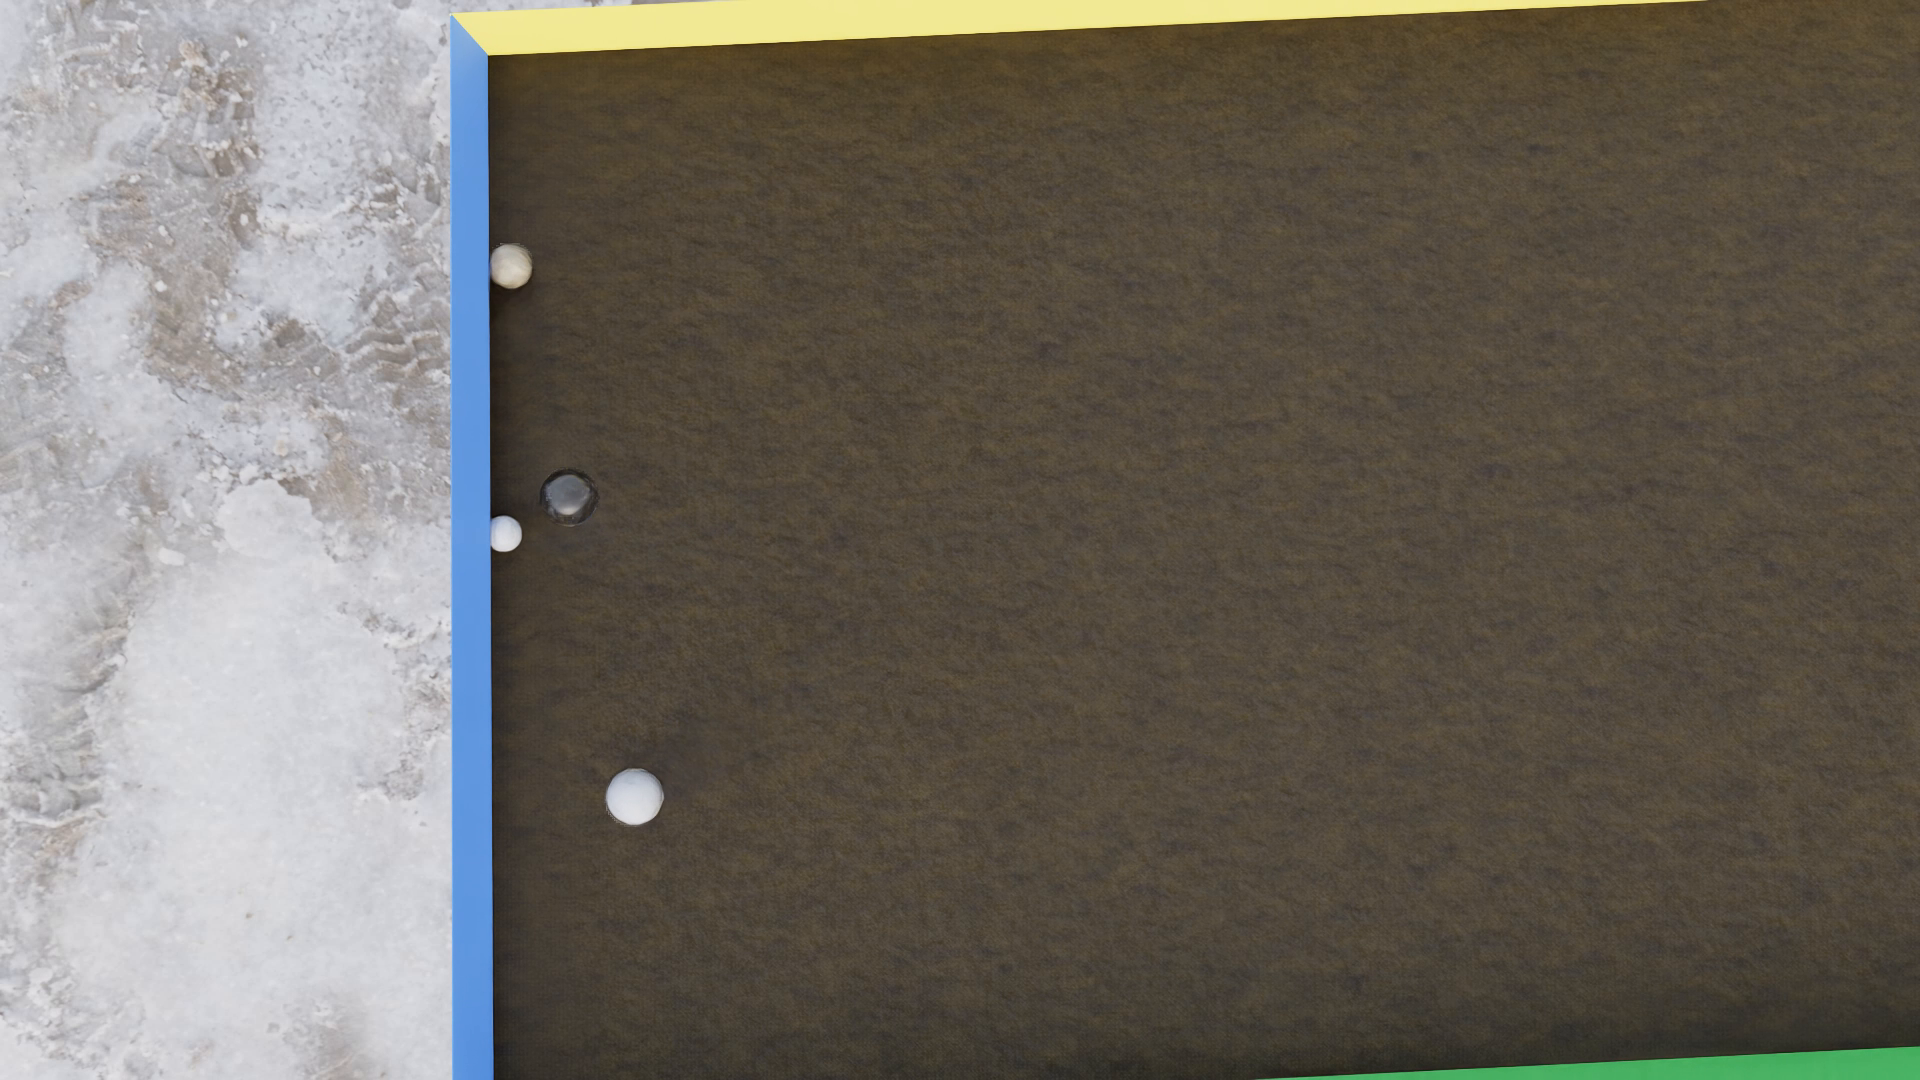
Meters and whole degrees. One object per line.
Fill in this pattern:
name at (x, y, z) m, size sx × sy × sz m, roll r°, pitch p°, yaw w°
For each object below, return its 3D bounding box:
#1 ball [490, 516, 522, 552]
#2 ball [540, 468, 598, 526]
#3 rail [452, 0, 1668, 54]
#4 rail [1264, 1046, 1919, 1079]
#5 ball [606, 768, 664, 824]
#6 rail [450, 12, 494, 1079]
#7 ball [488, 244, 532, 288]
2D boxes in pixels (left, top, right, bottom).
ball at (-0.687, -0.010, 3.312) m, size 0.055 × 0.055 × 0.055 m, roll 0°, pitch 78°, yaw 0°
ball at (-0.588, -0.064, 3.307) m, size 0.087 × 0.087 × 0.087 m, roll 0°, pitch 78°, yaw 0°
rail at (0.705, -0.849, 3.454) m, size 2.984 × 0.113 × 0.045 m, roll -3°, pitch 78°, yaw -1°
rail at (0.785, 0.770, 3.120) m, size 2.984 × 0.113 × 0.045 m, roll -3°, pitch 78°, yaw -1°
ball at (-0.476, 0.375, 3.218) m, size 0.083 × 0.083 × 0.083 m, roll 0°, pitch 78°, yaw 0°
rail at (-0.722, 0.030, 3.273) m, size 0.045 × 0.113 × 1.703 m, roll -3°, pitch 78°, yaw -1°
ball at (-0.693, -0.422, 3.390) m, size 0.069 × 0.069 × 0.069 m, roll 0°, pitch 78°, yaw 0°
